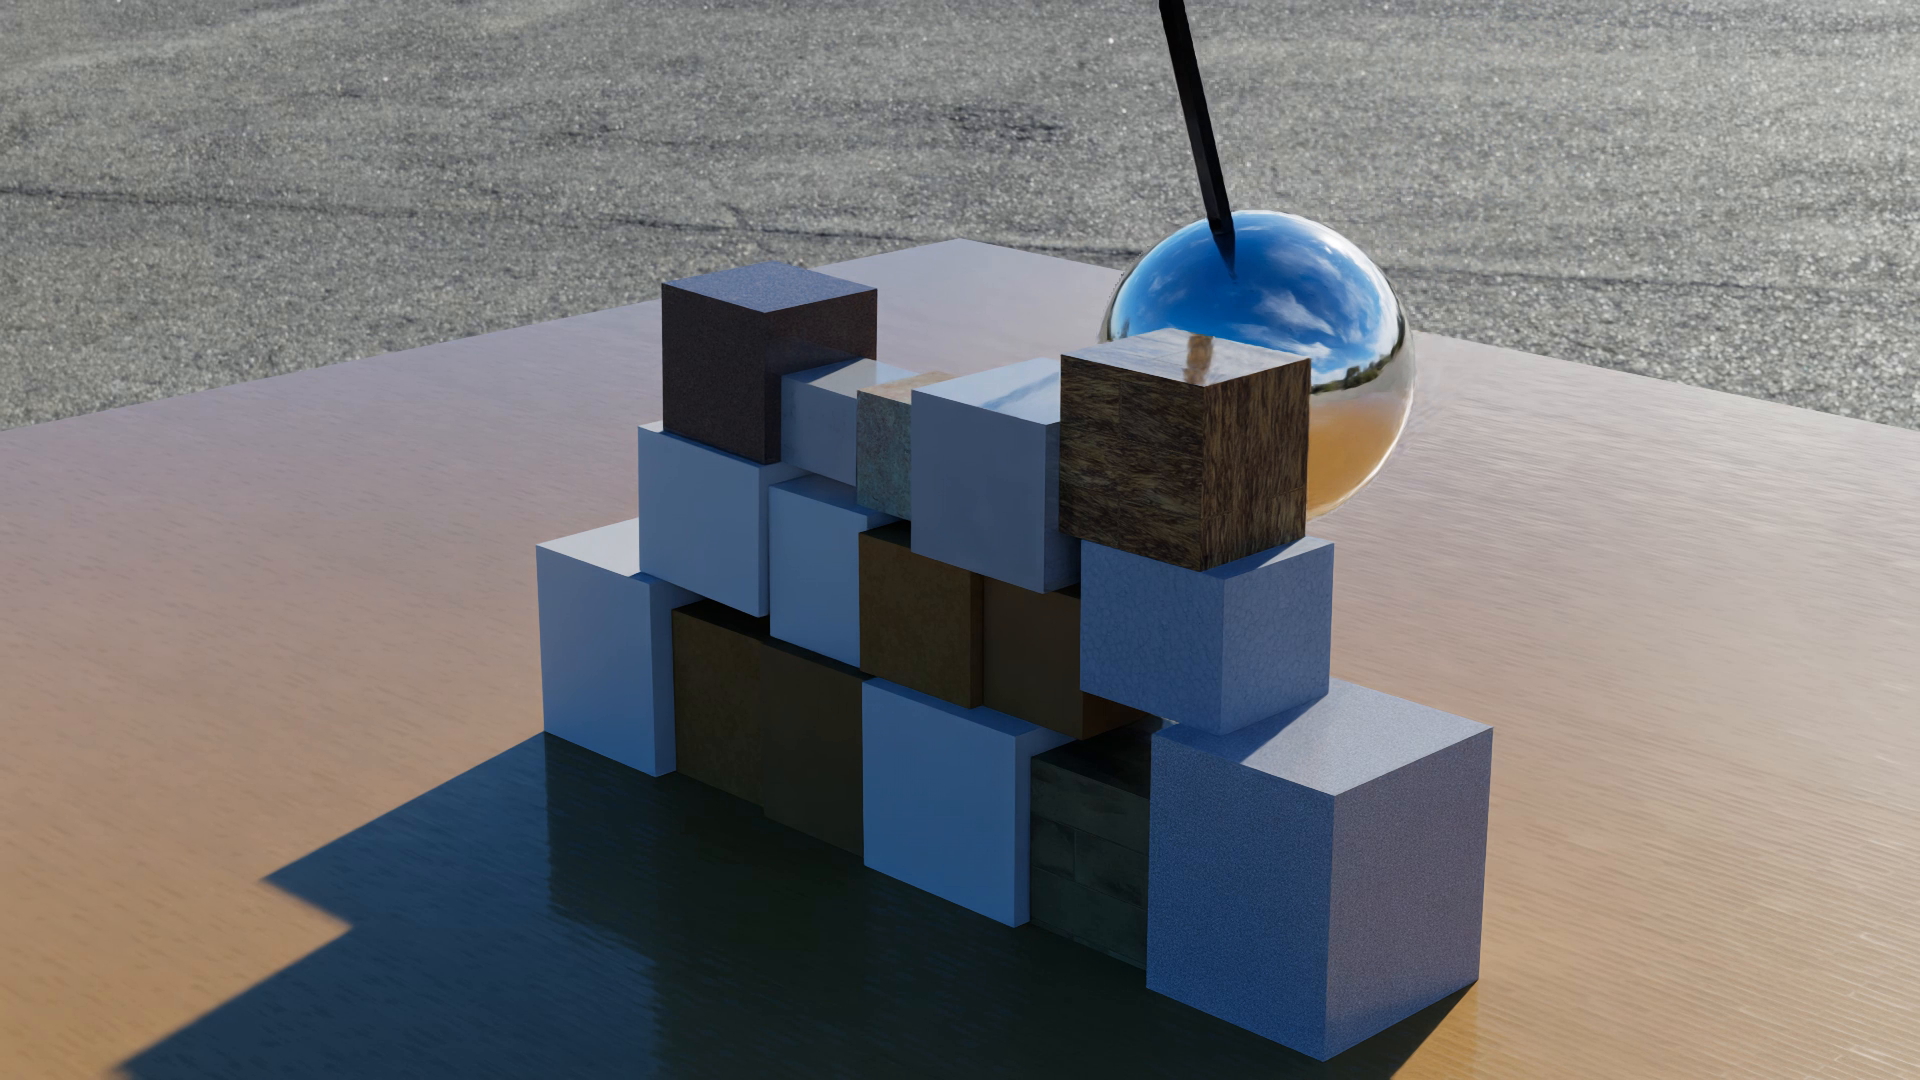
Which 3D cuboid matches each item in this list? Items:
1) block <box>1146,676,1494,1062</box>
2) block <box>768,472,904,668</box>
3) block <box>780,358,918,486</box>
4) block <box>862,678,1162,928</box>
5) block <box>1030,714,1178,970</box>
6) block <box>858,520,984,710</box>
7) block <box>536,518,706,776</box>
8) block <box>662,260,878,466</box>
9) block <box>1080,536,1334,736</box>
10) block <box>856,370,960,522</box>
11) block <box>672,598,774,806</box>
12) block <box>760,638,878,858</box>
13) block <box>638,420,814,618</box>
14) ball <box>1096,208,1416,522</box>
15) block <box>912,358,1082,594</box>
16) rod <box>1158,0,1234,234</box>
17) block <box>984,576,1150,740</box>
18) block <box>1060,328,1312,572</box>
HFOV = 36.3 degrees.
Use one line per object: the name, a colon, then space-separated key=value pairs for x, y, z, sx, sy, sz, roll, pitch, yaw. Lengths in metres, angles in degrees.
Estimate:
block: x=1.491 y=1.327 z=12.213 sx=1.054 sy=1.145 sz=0.944 roll=-17 pitch=24 yaw=-42
block: x=-0.433 y=0.105 z=13.815 sx=0.676 sy=0.746 sz=0.644 roll=17 pitch=24 yaw=42
block: x=-0.471 y=-0.558 z=13.687 sx=0.514 sy=0.417 sz=0.516 roll=-17 pitch=26 yaw=-42
block: x=0.237 y=1.074 z=13.425 sx=0.963 sy=0.901 sz=0.965 roll=-17 pitch=24 yaw=-42
block: x=0.854 y=1.319 z=12.838 sx=0.759 sy=0.786 sz=0.783 roll=-17 pitch=24 yaw=-42
block: x=0.068 y=0.276 z=13.361 sx=0.777 sy=0.661 sz=0.712 roll=-17 pitch=24 yaw=-42
block: x=-1.492 y=0.499 z=15.070 sx=0.970 sy=1.012 sz=0.907 roll=-17 pitch=24 yaw=-42
block: x=-0.914 y=-0.861 z=14.051 sx=0.714 sy=0.734 sz=0.741 roll=-17 pitch=26 yaw=-42
block: x=1.037 y=0.325 z=12.373 sx=0.711 sy=0.672 sz=0.782 roll=-17 pitch=24 yaw=-42
block: x=-0.098 y=-0.415 z=13.334 sx=0.508 sy=0.542 sz=0.540 roll=-17 pitch=25 yaw=-42
block: x=-0.908 y=0.751 z=14.530 sx=0.709 sy=0.855 sz=0.734 roll=-17 pitch=24 yaw=-42
block: x=-0.389 y=0.902 z=14.004 sx=0.817 sy=0.882 sz=0.755 roll=-17 pitch=24 yaw=-42
block: x=-0.981 y=-0.176 z=14.324 sx=0.788 sy=0.743 sz=0.890 roll=-17 pitch=26 yaw=-42
ball: x=1.467 y=-0.845 z=14.614 sx=1.600 sy=1.600 sz=1.600 roll=0 pitch=17 yaw=0
block: x=0.363 y=-0.300 z=12.854 sx=0.827 sy=0.743 sz=0.805 roll=-17 pitch=24 yaw=-42
rod: x=0.636 y=-3.639 z=12.864 sx=0.080 sy=5.200 sz=0.080 roll=17 pitch=44 yaw=42
block: x=0.549 y=0.426 z=12.928 sx=0.664 sy=0.634 sz=0.596 roll=-17 pitch=24 yaw=-42
block: x=0.934 y=-0.392 z=12.244 sx=0.779 sy=0.774 sz=0.679 roll=16 pitch=24 yaw=43
